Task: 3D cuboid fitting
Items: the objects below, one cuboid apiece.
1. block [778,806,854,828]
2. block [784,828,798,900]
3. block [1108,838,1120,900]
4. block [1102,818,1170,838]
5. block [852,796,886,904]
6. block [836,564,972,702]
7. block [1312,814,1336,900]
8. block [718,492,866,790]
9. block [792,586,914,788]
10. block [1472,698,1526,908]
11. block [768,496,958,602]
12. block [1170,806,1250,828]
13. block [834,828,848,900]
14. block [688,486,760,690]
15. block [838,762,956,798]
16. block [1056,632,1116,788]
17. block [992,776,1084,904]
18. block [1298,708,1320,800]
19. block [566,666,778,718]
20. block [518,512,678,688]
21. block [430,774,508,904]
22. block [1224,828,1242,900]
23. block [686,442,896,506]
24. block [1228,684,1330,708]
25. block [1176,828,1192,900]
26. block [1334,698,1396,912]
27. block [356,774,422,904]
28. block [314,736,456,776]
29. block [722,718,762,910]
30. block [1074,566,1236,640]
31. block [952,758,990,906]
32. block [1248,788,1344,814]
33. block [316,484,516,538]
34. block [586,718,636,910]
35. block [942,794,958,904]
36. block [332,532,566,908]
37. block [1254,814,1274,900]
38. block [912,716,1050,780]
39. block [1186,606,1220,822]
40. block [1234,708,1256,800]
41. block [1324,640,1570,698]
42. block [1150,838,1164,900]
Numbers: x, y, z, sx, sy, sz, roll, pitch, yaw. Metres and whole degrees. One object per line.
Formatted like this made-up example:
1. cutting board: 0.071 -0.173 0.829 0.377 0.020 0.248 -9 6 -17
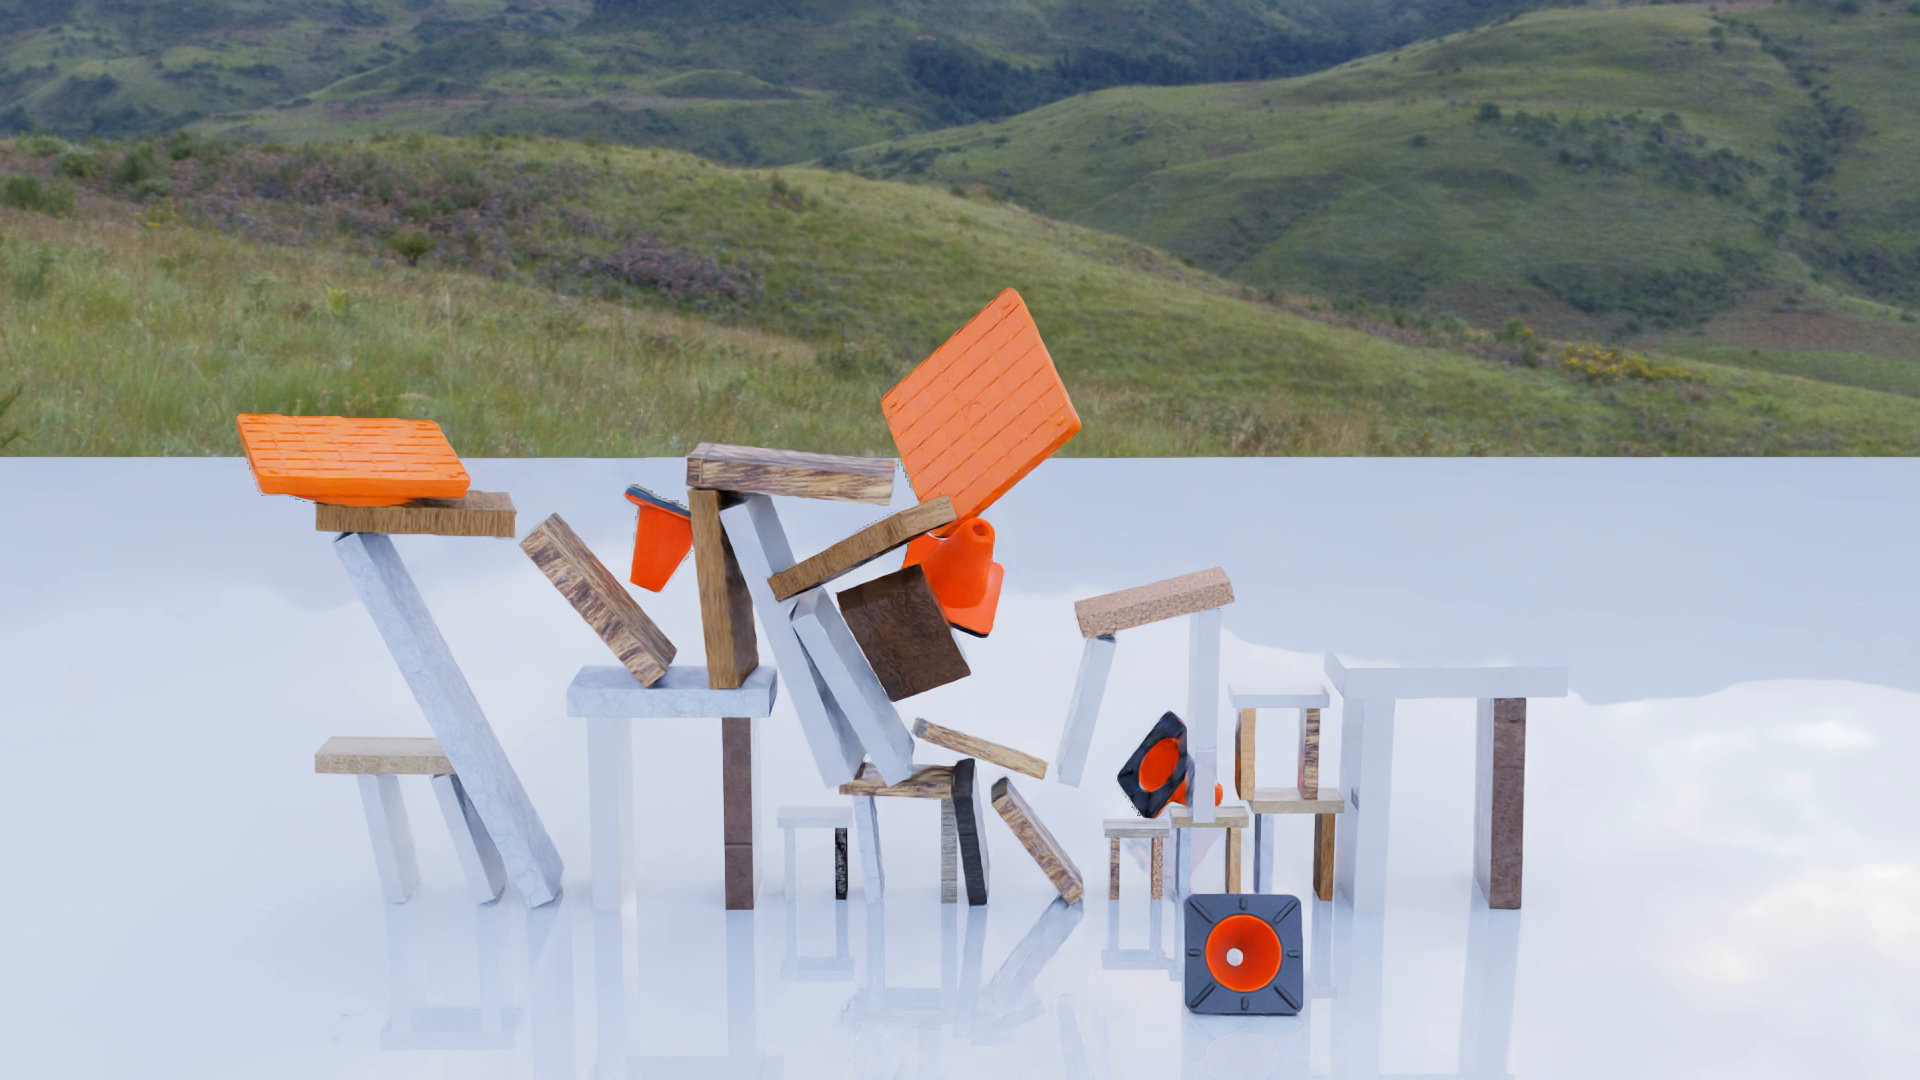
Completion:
1. block: -0.239 0.459 3.646 0.124 0.018 0.062 0 11 0
2. block: -0.280 0.529 3.659 0.018 0.124 0.062 0 11 0
3. block: 0.256 0.538 3.656 0.015 0.107 0.054 0 11 0
4. block: 0.292 0.478 3.645 0.107 0.015 0.054 0 11 0
5. block: -0.150 0.498 3.649 0.026 0.184 0.092 -6 12 3
6. block: -0.088 0.154 3.556 0.141 0.283 0.040 -20 52 4
7. block: 0.606 0.515 3.659 0.021 0.150 0.075 0 11 0
8. block: -0.268 0.155 3.582 0.046 0.483 0.162 -19 10 10
9. block: -0.171 0.236 3.572 0.040 0.318 0.141 -27 15 10
10. block: 0.895 0.410 3.651 0.051 0.359 0.180 0 10 4
11. block: -0.154 0.014 3.445 0.283 0.040 0.141 -26 -3 33
12. block: 0.413 0.458 3.646 0.125 0.018 0.063 0 11 0
13. block: -0.197 0.529 3.659 0.018 0.124 0.062 0 11 0
14. block: -0.382 0.065 3.571 0.046 0.323 0.162 -4 10 8
15. block: -0.100 0.395 3.619 0.185 0.026 0.092 1 12 8
16. block: 0.206 0.267 3.614 0.035 0.250 0.125 13 13 -2
17. block: 0.129 0.497 3.649 0.030 0.215 0.108 -36 8 6
18. block: 0.575 0.343 3.629 0.022 0.157 0.078 0 11 0
19. block: -0.468 0.247 3.609 0.325 0.046 0.162 0 11 0
20. block: -0.585 0.096 3.578 0.043 0.306 0.153 -39 8 7
21. block: -0.814 0.480 3.652 0.032 0.223 0.112 -17 10 3
22. block: 0.454 0.528 3.658 0.018 0.125 0.063 0 11 0
23. block: -0.268 -0.107 3.537 0.323 0.046 0.162 6 11 0
24. block: 0.523 0.255 3.613 0.157 0.022 0.078 0 11 0
25. block: 0.371 0.528 3.658 0.018 0.125 0.063 0 11 0
26. block: 0.668 0.413 3.637 0.051 0.359 0.180 1 11 0
27. block: -0.948 0.479 3.652 0.032 0.223 0.112 -10 10 2
28. block: -0.935 0.354 3.619 0.223 0.032 0.112 1 11 -3
29. block: -0.360 0.430 3.643 0.046 0.325 0.162 0 11 0
30. block: 0.315 0.101 3.578 0.250 0.035 0.125 -14 10 2
31. block: 0.020 0.479 3.610 0.030 0.215 0.108 -5 27 6
32. block: 0.555 0.431 3.643 0.150 0.021 0.075 0 11 0
33. block: -0.878 -0.047 3.542 0.306 0.043 0.153 2 12 -17
34. block: -0.577 0.430 3.643 0.046 0.325 0.162 0 11 0
35. block: -0.018 0.499 3.651 0.026 0.184 0.092 0 11 0
36. block: -0.829 0.280 3.597 0.043 0.677 0.153 -25 12 2
37. block: 0.505 0.515 3.659 0.021 0.150 0.075 0 11 0
38. block: 0.033 0.348 3.678 0.215 0.030 0.108 20 -3 -12
39. block: 0.399 0.276 3.612 0.035 0.353 0.125 0 11 0
40. block: 0.471 0.343 3.629 0.022 0.157 0.078 0 11 0
41. block: 0.791 0.211 3.597 0.359 0.051 0.180 0 11 -1
42. block: 0.327 0.538 3.656 0.015 0.107 0.054 0 11 0
